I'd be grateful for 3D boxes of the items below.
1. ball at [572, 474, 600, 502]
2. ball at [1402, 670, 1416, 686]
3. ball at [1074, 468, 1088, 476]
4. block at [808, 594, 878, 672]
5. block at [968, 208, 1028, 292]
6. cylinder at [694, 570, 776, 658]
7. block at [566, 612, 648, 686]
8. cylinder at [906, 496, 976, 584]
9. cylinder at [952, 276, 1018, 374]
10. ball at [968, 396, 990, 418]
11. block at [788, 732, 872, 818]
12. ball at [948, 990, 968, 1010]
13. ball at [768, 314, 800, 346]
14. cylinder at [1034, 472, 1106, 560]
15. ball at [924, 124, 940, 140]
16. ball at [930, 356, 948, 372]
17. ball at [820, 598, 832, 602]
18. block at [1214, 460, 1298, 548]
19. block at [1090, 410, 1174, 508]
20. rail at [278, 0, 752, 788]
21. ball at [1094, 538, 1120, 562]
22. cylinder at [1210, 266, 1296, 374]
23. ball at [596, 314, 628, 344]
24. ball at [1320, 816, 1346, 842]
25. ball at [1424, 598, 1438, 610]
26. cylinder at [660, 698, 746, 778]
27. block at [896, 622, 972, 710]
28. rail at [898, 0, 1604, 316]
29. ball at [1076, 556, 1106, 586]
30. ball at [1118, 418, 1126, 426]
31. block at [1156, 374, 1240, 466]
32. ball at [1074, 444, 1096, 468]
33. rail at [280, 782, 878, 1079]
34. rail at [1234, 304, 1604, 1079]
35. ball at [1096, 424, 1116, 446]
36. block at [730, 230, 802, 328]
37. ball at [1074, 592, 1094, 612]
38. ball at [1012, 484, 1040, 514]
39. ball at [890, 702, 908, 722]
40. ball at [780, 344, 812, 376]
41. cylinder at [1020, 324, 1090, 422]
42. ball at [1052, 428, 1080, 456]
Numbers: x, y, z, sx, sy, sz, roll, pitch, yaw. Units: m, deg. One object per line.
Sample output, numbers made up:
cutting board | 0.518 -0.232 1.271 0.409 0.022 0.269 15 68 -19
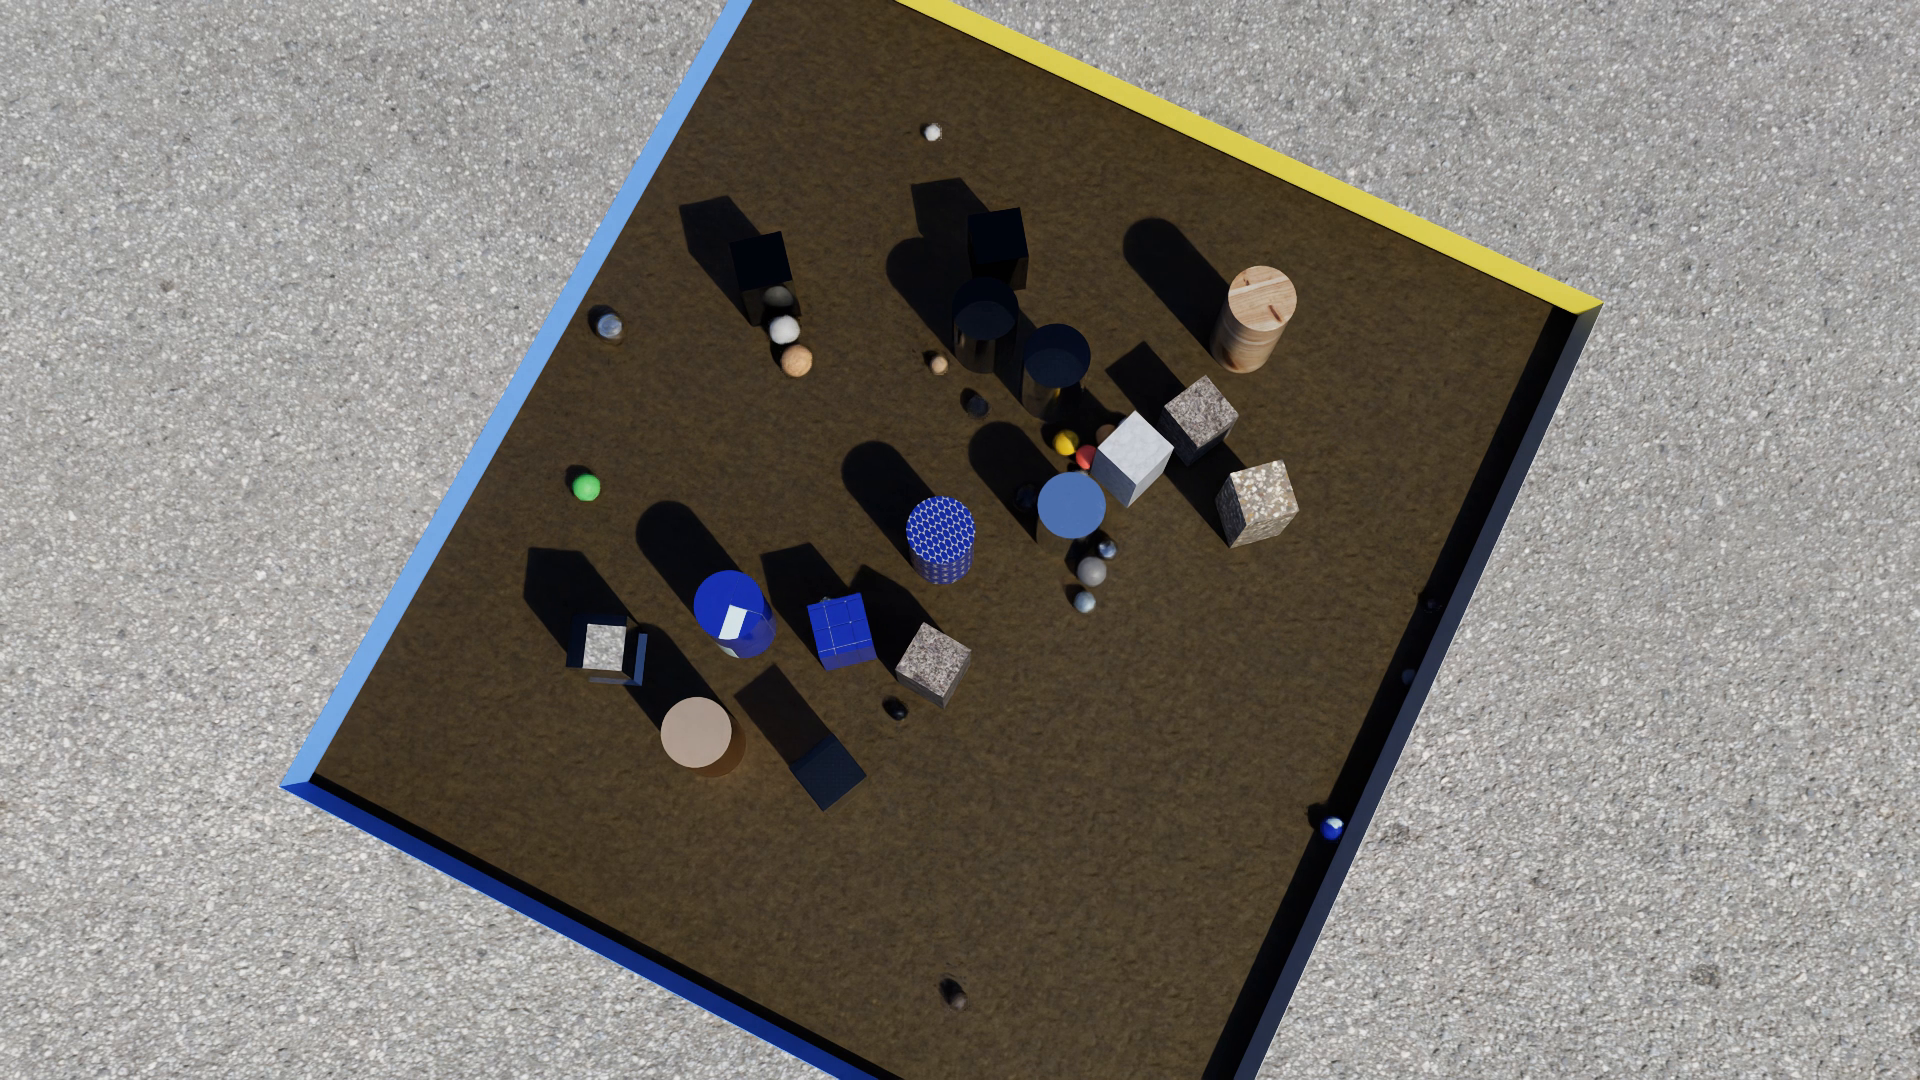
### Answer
ball | -1.143 -0.161 5.607 0.085 0.085 0.085 0 78 0
ball | 1.352 0.413 5.505 0.052 0.052 0.052 0 78 0
ball | 0.369 -0.197 5.633 0.047 0.047 0.047 0 78 0
block | -0.346 0.274 5.421 0.159 0.272 0.159 -14 79 -3
block | 0.116 -0.885 5.651 0.159 0.291 0.159 -9 78 -2
cylinder | -0.655 0.222 5.373 0.199 0.386 0.199 0 78 0
block | -1.033 0.322 5.376 0.159 0.341 0.159 4 78 1
cylinder | -0.055 0.005 5.443 0.199 0.338 0.199 0 78 0
cylinder | 0.075 -0.650 5.580 0.199 0.336 0.199 0 78 0
ball | 0.058 -0.411 5.667 0.068 0.068 0.068 0 78 0
block | -0.372 0.684 5.311 0.159 0.320 0.159 -39 81 -7
ball | -0.007 1.333 5.310 0.060 0.060 0.060 0 78 0
ball | -0.547 -0.654 5.703 0.095 0.095 0.095 0 78 0
cylinder | 0.324 -0.069 5.468 0.199 0.320 0.199 0 78 0
ball | -0.088 -1.302 5.861 0.050 0.050 0.050 0 78 0
ball | -0.067 -0.548 5.703 0.054 0.054 0.054 0 78 0
ball | -0.402 0.200 5.547 0.054 0.054 0.054 0 78 0
block | 0.881 -0.104 5.464 0.159 0.341 0.159 -15 79 -3
block | 0.513 -0.238 5.505 0.159 0.314 0.159 44 82 8
rail | -1.270 -0.615 5.677 0.045 0.129 3.100 26 80 5
ball | 0.447 0.029 5.572 0.075 0.075 0.075 0 78 0
cylinder | 0.880 -0.660 5.537 0.199 0.424 0.199 0 78 0
ball | -1.084 -0.657 5.702 0.098 0.098 0.098 0 78 0
ball | 1.098 0.849 5.402 0.076 0.076 0.076 0 78 0
ball | 1.430 0.194 5.555 0.042 0.042 0.042 0 78 0
cylinder | -0.740 0.575 5.316 0.199 0.355 0.199 0 78 0
block | -0.077 0.372 5.383 0.159 0.307 0.159 30 80 6
rail | 0.683 -1.330 5.825 2.888 0.129 0.045 26 80 5
ball | 0.399 0.094 5.551 0.091 0.091 0.091 0 78 0
ball | 0.517 -0.351 5.661 0.056 0.056 0.056 0 78 0
block | 0.718 -0.359 5.564 0.159 0.248 0.159 -37 81 -7
ball | 0.391 -0.256 5.631 0.076 0.076 0.076 0 78 0
rail | -0.683 1.344 5.272 2.888 0.129 0.045 26 80 5
rail | 1.270 0.629 5.420 0.045 0.129 3.100 26 80 5
ball | 0.455 -0.319 5.645 0.075 0.075 0.075 0 78 0
block | -0.593 -0.795 5.612 0.159 0.331 0.159 -13 79 -3
ball | 0.377 0.187 5.546 0.063 0.063 0.063 0 78 0
ball | 0.204 -0.127 5.596 0.092 0.092 0.092 0 78 0
ball | -0.184 0.514 5.482 0.055 0.055 0.055 0 78 0
ball | -0.507 -0.557 5.681 0.099 0.099 0.099 0 78 0
cylinder | 0.283 -0.502 5.535 0.199 0.364 0.199 0 78 0
ball | 0.325 -0.301 5.637 0.083 0.083 0.083 0 78 0
